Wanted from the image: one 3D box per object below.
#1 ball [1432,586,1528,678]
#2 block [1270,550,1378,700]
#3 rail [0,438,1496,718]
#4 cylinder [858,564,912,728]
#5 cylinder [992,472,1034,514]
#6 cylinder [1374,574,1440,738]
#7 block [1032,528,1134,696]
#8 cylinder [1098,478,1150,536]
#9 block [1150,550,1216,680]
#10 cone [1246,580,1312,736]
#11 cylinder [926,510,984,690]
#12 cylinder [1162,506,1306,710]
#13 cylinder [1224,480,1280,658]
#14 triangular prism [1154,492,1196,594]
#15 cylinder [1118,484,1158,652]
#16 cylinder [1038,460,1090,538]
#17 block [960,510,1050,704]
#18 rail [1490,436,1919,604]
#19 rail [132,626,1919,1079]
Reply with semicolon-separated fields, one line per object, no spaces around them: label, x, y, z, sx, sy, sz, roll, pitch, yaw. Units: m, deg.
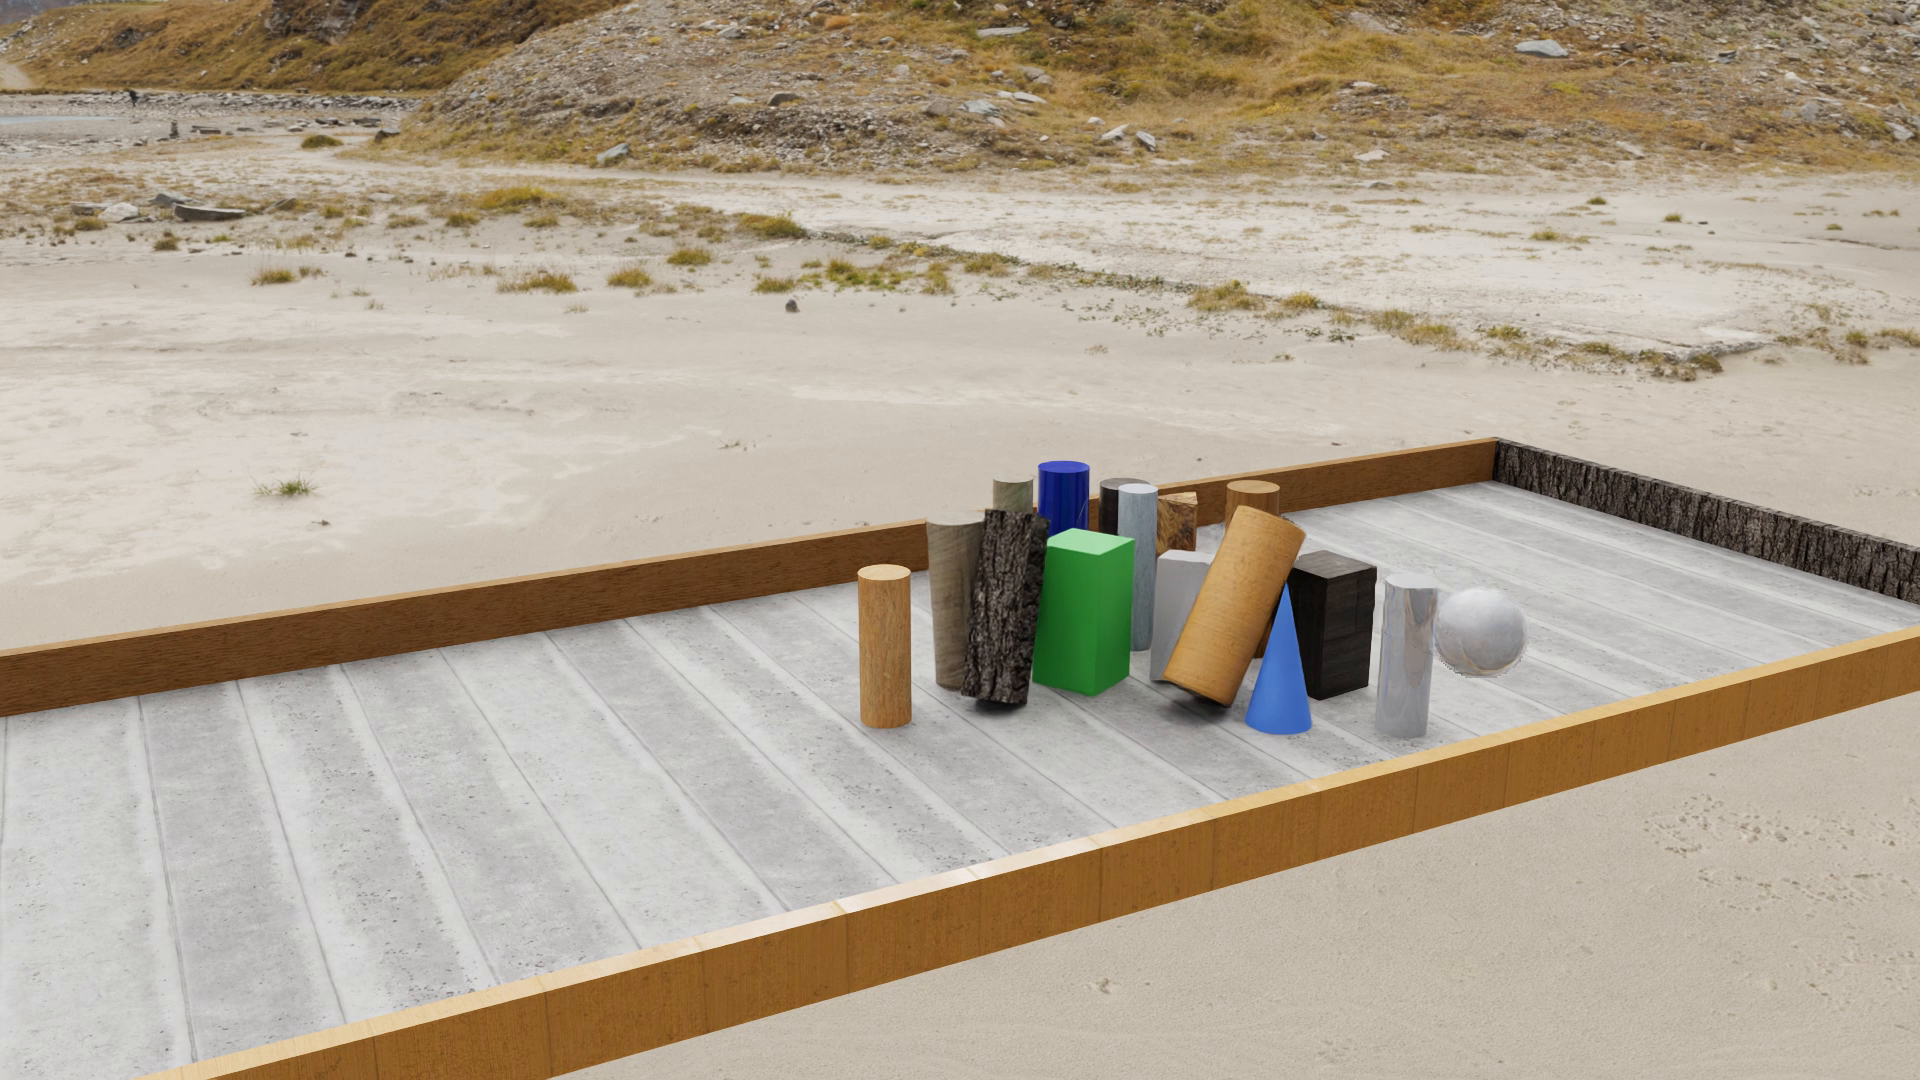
ball;1.065;0.188;3.380;0.185;0.185;0.185;0;16;0
block;0.898;0.209;4.091;0.174;0.313;0.174;-11;20;-33
rail;-3.305;0.497;3.399;12.000;0.150;0.050;-9;18;-27
cylinder;-0.175;0.249;3.862;0.122;0.364;0.122;0;16;0
cylinder;0.138;0.057;4.351;0.106;0.457;0.106;0;16;0
cylinder;1.031;0.267;3.807;0.120;0.361;0.120;0;16;0
block;0.307;0.176;4.112;0.178;0.360;0.178;11;19;32
cylinder;0.478;-0.011;4.830;0.147;0.317;0.147;0;16;0
block;0.566;0.192;4.129;0.133;0.308;0.133;6;11;20
cone;0.752;0.261;3.843;0.157;0.352;0.157;0;16;0
cylinder;0.003;0.148;4.092;0.151;0.419;0.151;-3;14;1
cylinder;0.656;0.161;3.957;0.178;0.455;0.178;24;-5;2
cylinder;0.754;0.077;4.301;0.134;0.446;0.134;0;16;0
triangular prism;0.624;0.039;4.628;0.135;0.335;0.117;11;20;34
cylinder;0.463;0.073;4.342;0.102;0.431;0.102;0;16;0
cylinder;0.285;0.003;4.588;0.143;0.426;0.143;0;16;0
block;0.111;0.161;3.980;0.124;0.450;0.124;6;-4;23
rail;2.466;-0.048;5.253;0.050;0.150;2.100;-9;18;-27
rail;-2.336;1.006;1.665;12.000;0.150;0.050;-9;18;-27
